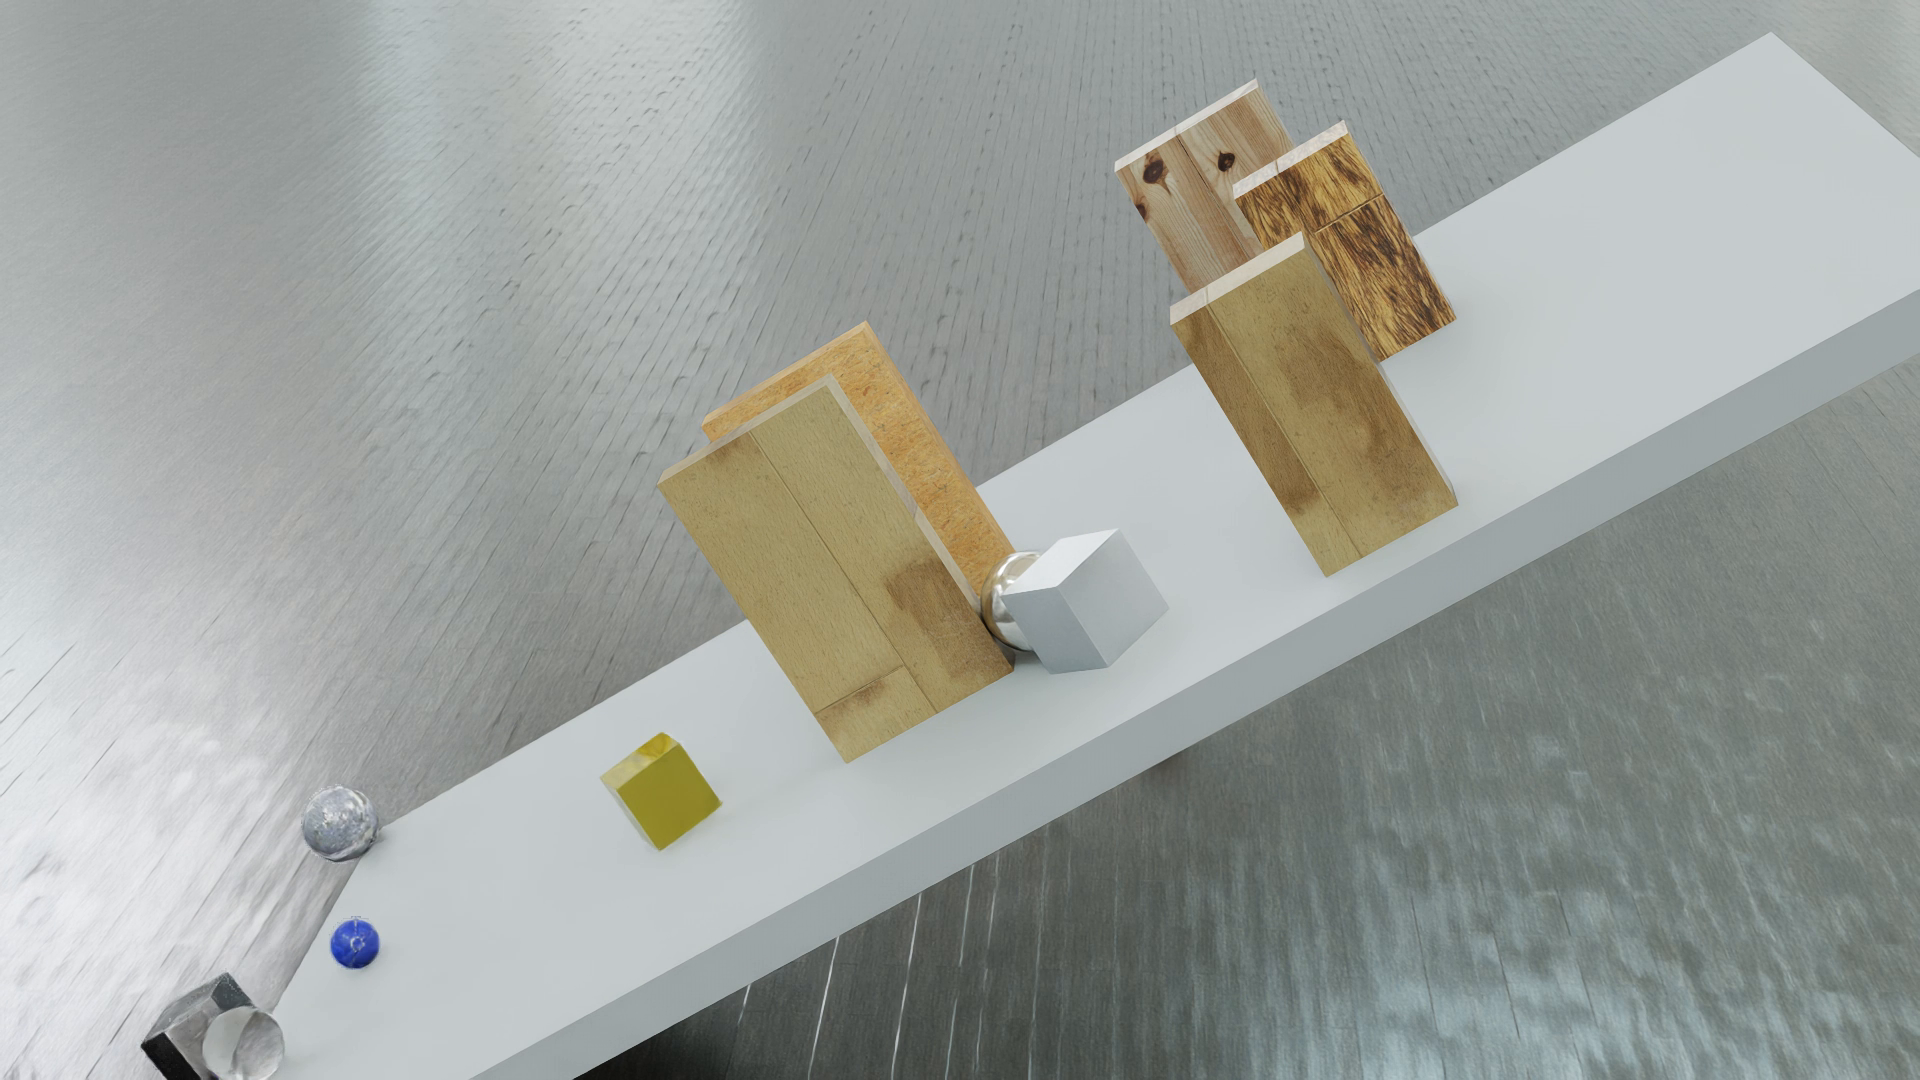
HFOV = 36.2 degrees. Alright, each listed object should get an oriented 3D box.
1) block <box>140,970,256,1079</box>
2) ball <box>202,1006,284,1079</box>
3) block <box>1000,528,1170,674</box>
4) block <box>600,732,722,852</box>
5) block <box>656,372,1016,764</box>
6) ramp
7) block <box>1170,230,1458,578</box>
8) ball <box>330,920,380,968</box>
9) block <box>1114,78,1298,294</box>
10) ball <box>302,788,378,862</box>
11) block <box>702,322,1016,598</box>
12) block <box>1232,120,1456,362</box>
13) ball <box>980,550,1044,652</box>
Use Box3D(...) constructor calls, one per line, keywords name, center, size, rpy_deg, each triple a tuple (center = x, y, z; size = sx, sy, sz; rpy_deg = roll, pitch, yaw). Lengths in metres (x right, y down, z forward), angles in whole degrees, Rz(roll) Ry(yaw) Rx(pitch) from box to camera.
Box3D(name="block", center=(-1.670, 1.106, 6.531), size=(0.176, 0.176, 0.176), rpy_deg=(-30, 15, 16))
Box3D(name="ball", center=(-1.538, 1.089, 6.317), size=(0.172, 0.172, 0.172), rpy_deg=(0, 20, 0))
Box3D(name="block", center=(0.239, 0.120, 5.671), size=(0.191, 0.191, 0.191), rpy_deg=(-42, 17, -31))
Box3D(name="block", center=(-0.634, 0.531, 6.226), size=(0.165, 0.165, 0.165), rpy_deg=(-37, 15, -13))
Box3D(name="block", center=(-0.242, 0.062, 5.866), size=(0.399, 0.693, 0.089), rpy_deg=(-30, 15, 13))
Box3D(name="ramp", center=(0.141, 0.169, 6.290), size=(4.000, 0.100, 2.000), rpy_deg=(-30, 15, 13))
Box3D(name="block", center=(0.636, -0.241, 5.287), size=(0.271, 0.552, 0.126), rpy_deg=(-30, 15, 13))
Box3D(name="ball", center=(-1.365, 0.912, 6.640), size=(0.111, 0.111, 0.111), rpy_deg=(0, 20, 0))
Box3D(name="block", center=(0.661, -0.730, 6.806), size=(0.377, 0.544, 0.111), rpy_deg=(-30, 15, 13))
Box3D(name="ball", center=(-1.586, 0.728, 7.530), size=(0.191, 0.191, 0.191), rpy_deg=(0, 20, 0))
Box3D(name="block", center=(-0.200, -0.085, 6.315), size=(0.409, 0.660, 0.080), rpy_deg=(-30, 15, 13))
Box3D(name="block", center=(0.818, -0.614, 6.263), size=(0.272, 0.466, 0.138), rpy_deg=(-30, 15, 13))
Box3D(name="ball", center=(0.142, 0.121, 5.845), size=(0.204, 0.204, 0.204), rpy_deg=(0, 20, 0))
